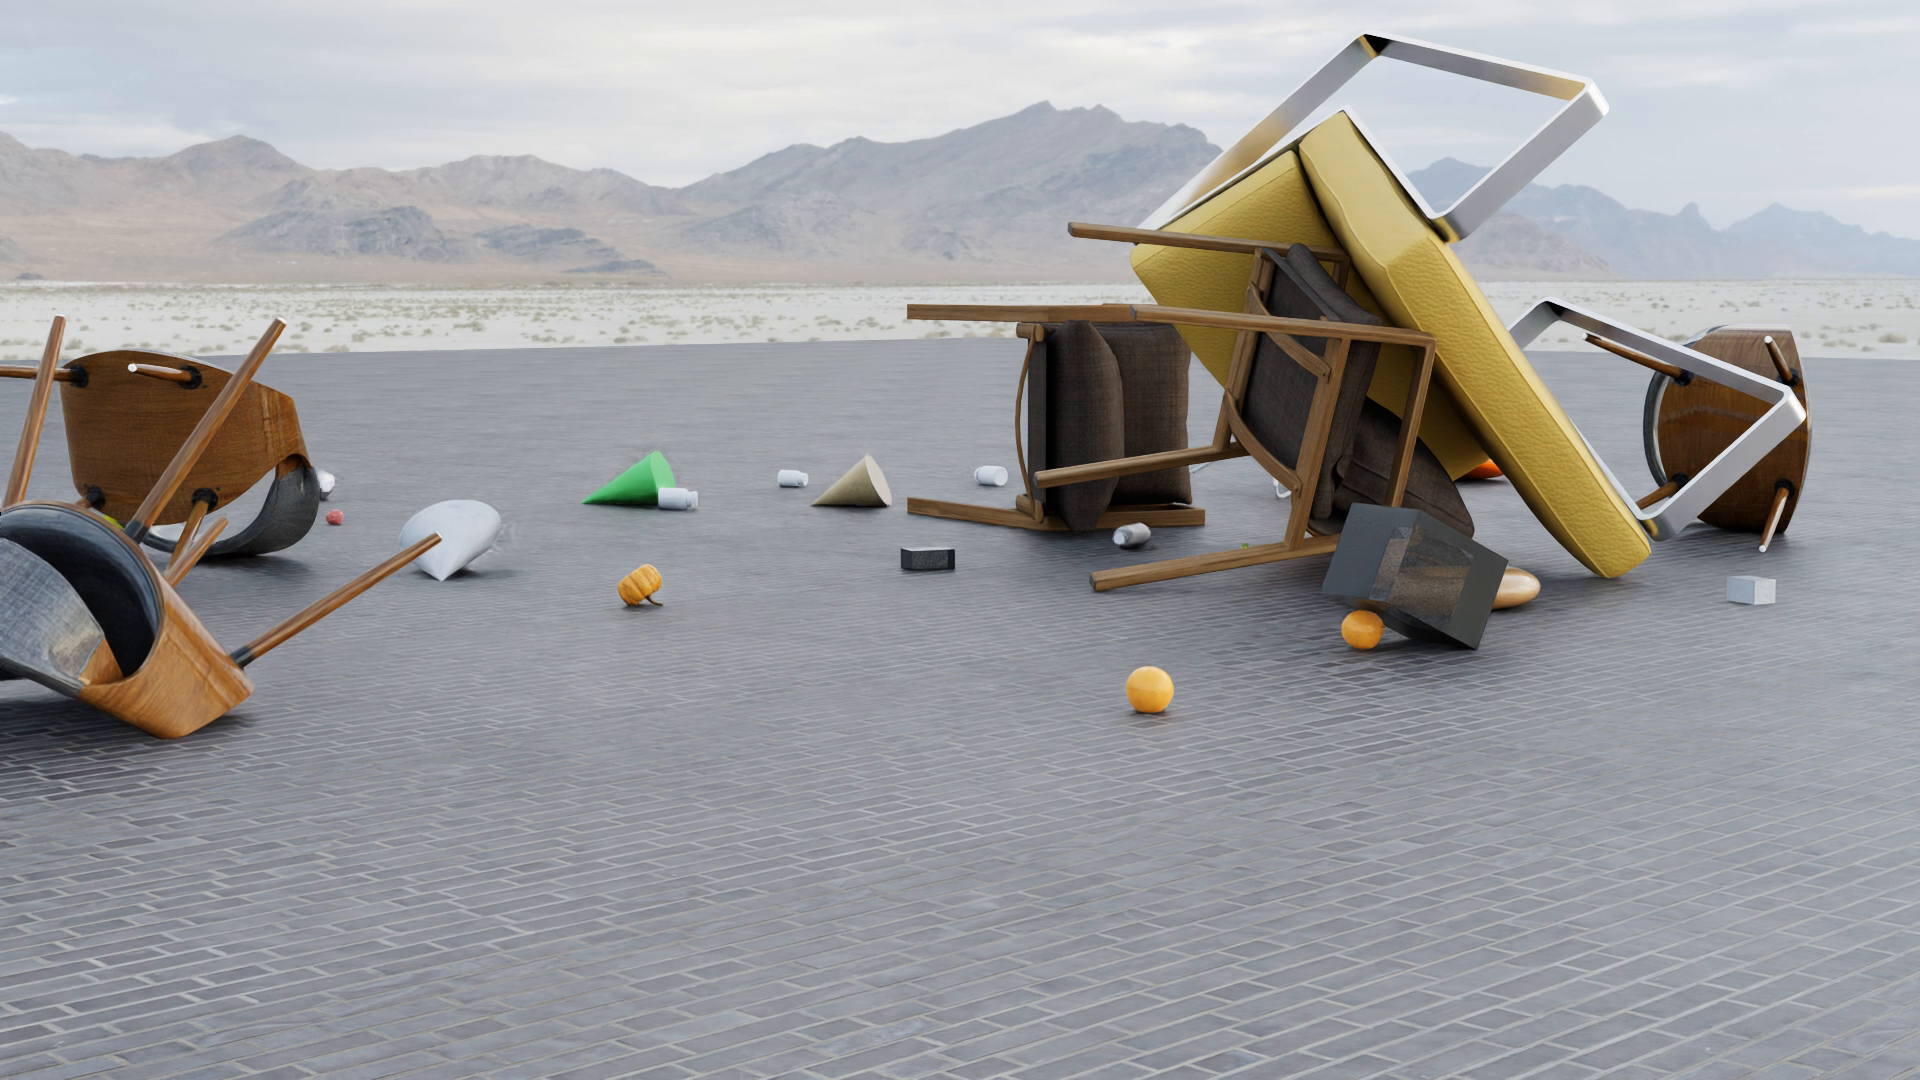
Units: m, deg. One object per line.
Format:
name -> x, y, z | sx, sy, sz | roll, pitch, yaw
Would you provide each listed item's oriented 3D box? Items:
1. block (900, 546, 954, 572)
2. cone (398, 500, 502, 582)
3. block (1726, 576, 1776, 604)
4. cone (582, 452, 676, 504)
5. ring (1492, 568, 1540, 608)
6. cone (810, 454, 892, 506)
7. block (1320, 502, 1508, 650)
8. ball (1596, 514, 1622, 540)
block -> -0.072, 0.042, 5.782 | 0.105, 0.045, 0.066 | -2, 6, -23
cone -> -1.132, 0.038, 5.644 | 0.238, 0.158, 0.234 | -20, 26, 4
block -> 1.603, 0.101, 5.199 | 0.054, 0.048, 0.080 | -3, 6, -25
cone -> -0.979, -0.143, 7.430 | 0.256, 0.159, 0.251 | -17, 0, 7
ring -> 0.960, 0.092, 5.164 | 0.407, 0.075, 0.349 | 0, 5, 9
cone -> -0.332, -0.135, 7.354 | 0.215, 0.140, 0.204 | -20, -30, 11
block -> 0.805, 0.064, 4.544 | 0.238, 0.171, 0.172 | 26, -9, -33
ball -> 1.621, -0.031, 6.404 | 0.064, 0.064, 0.064 | 0, 6, 0
